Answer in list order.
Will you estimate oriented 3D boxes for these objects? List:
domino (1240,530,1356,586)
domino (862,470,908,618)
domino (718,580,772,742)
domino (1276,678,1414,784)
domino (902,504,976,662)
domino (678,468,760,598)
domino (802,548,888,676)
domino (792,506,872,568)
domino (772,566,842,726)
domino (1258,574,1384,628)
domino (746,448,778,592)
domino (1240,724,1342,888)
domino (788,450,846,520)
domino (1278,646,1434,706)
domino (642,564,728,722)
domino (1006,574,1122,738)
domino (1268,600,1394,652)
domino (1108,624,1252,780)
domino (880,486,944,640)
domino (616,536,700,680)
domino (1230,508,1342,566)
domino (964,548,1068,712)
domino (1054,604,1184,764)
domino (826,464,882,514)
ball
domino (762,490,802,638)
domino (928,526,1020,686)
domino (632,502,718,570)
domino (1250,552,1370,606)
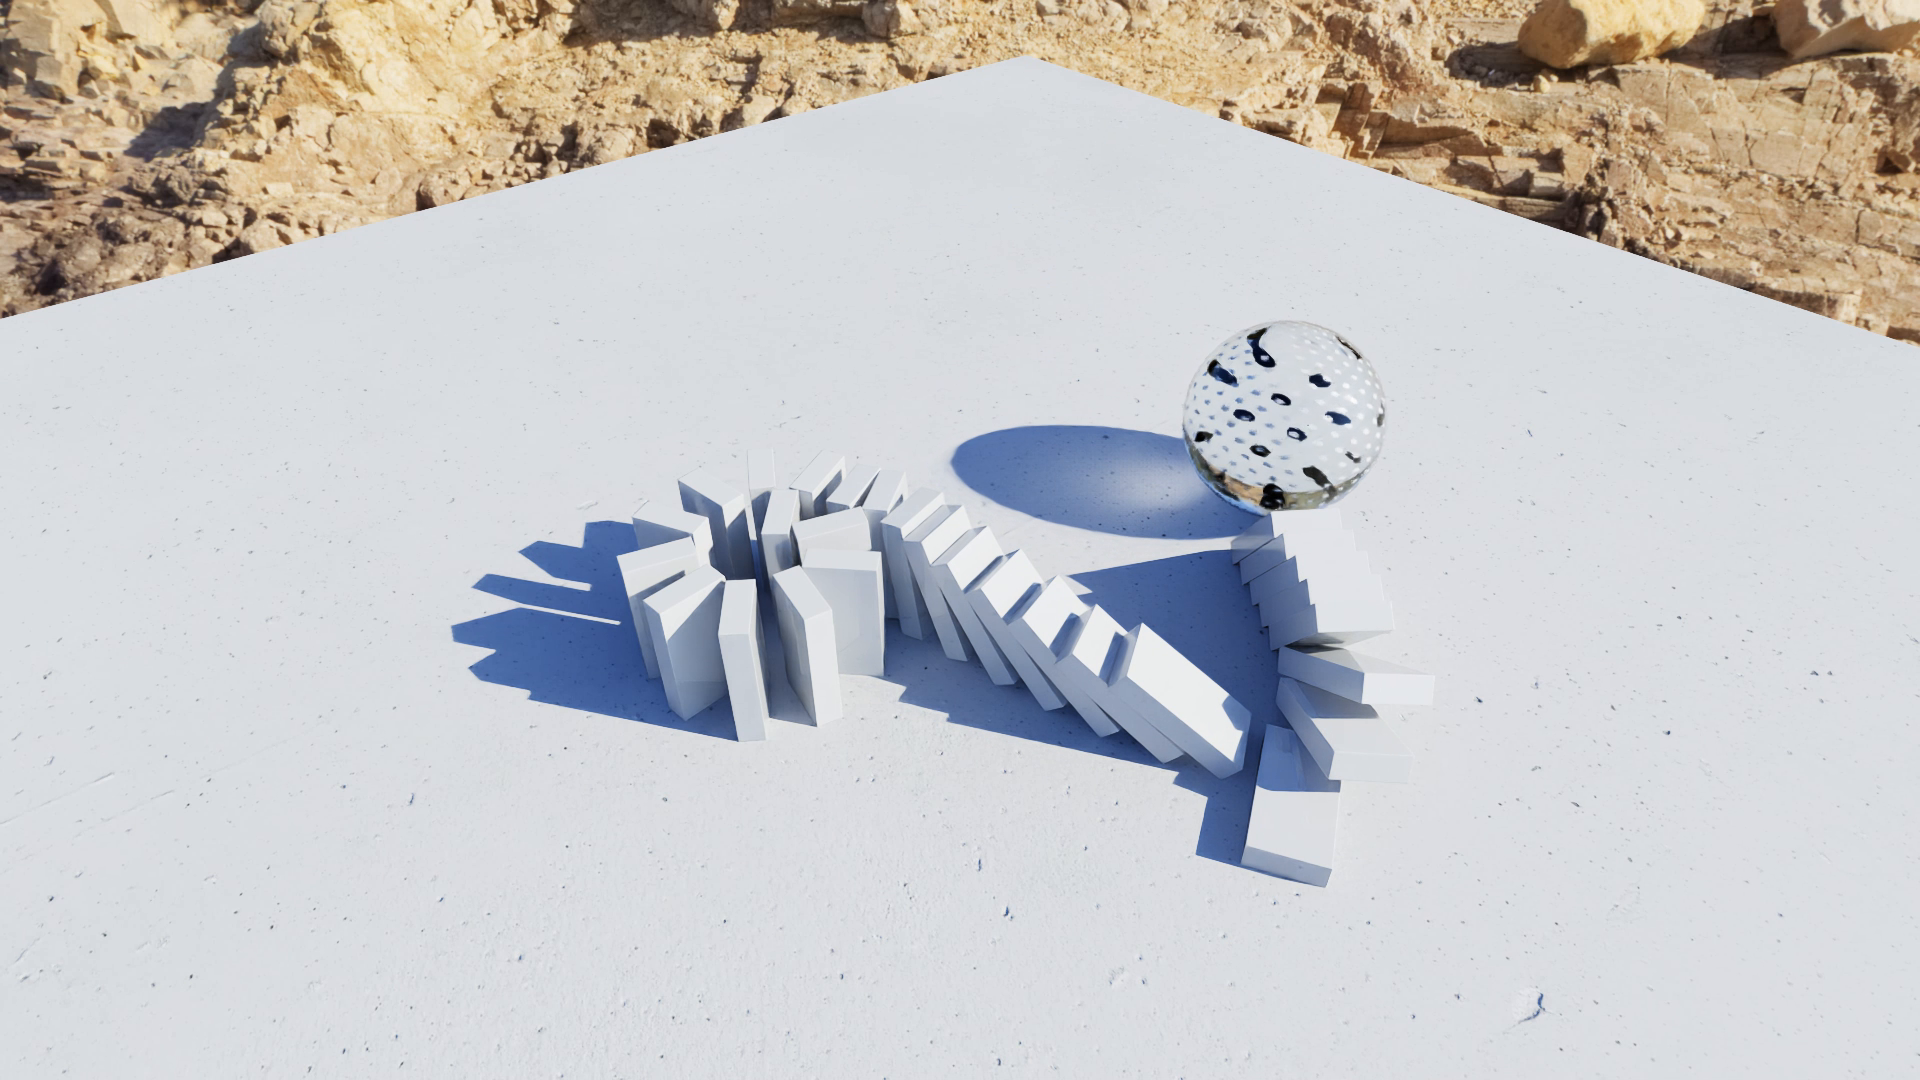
[{"bbox_3d":[0.124,0.007,0.407,0.025,0.050,0.009,-3,78,-4],"label":"domino"},{"bbox_3d":[-0.026,0.002,0.408,0.010,0.050,0.025,5,38,12],"label":"domino"},{"bbox_3d":[-0.070,0.040,0.362,0.009,0.050,0.025,-3,39,-3],"label":"domino"},{"bbox_3d":[0.123,0.060,0.354,0.025,0.010,0.050,4,19,-4],"label":"domino"},{"bbox_3d":[-0.002,0.015,0.393,0.009,0.050,0.025,3,33,40],"label":"domino"},{"bbox_3d":[-0.090,0.000,0.411,0.025,0.050,0.010,28,47,30],"label":"domino"},{"bbox_3d":[-0.039,0.026,0.380,0.025,0.050,0.009,3,39,3],"label":"domino"},{"bbox_3d":[-0.044,0.013,0.395,0.025,0.050,0.010,-15,42,-13],"label":"domino"},{"bbox_3d":[-0.051,0.036,0.368,0.009,0.050,0.025,-21,44,-23],"label":"domino"},{"bbox_3d":[0.126,0.022,0.388,0.025,0.050,0.010,-3,78,-4],"label":"domino"},{"bbox_3d":[-0.073,-0.007,0.420,0.010,0.050,0.025,-7,40,-8],"label":"domino"},{"bbox_3d":[0.105,0.082,0.344,0.025,0.010,0.050,13,41,15],"label":"domino"},{"bbox_3d":[-0.052,-0.006,0.419,0.010,0.050,0.025,15,42,17],"label":"domino"},{"bbox_3d":[0.130,0.044,0.365,0.025,0.010,0.050,3,4,-14],"label":"domino"},{"bbox_3d":[-0.089,0.035,0.369,0.010,0.050,0.025,31,49,32],"label":"domino"},{"bbox_3d":[0.040,0.039,0.372,0.050,0.010,0.025,50,49,-6],"label":"domino"},{"bbox_3d":[0.126,0.030,0.378,0.025,0.050,0.009,-2,77,-2],"label":"domino"},{"bbox_3d":[0.072,0.052,0.358,0.050,0.009,0.025,39,42,-10],"label":"domino"},{"bbox_3d":[-0.014,0.009,0.400,0.010,0.050,0.025,16,41,32],"label":"domino"},{"bbox_3d":[-0.101,0.024,0.382,0.025,0.050,0.009,-16,42,-19],"label":"domino"},{"bbox_3d":[0.122,-0.001,0.416,0.025,0.050,0.010,-3,78,-4],"label":"domino"},{"bbox_3d":[0.025,0.031,0.379,0.009,0.050,0.025,-24,15,49],"label":"domino"},{"bbox_3d":[0.056,0.047,0.363,0.050,0.010,0.025,42,44,-8],"label":"domino"},{"bbox_3d":[-0.037,-0.001,0.412,0.009,0.050,0.025,12,41,20],"label":"domino"},{"bbox_3d":[0.131,-0.049,0.447,0.080,0.080,0.080,0,39,0],"label":"ball"},{"bbox_3d":[-0.062,0.009,0.400,0.010,0.050,0.025,0,39,1],"label":"domino"},{"bbox_3d":[0.011,0.023,0.386,0.009,0.050,0.025,-11,24,46],"label":"domino"},{"bbox_3d":[-0.101,0.011,0.398,0.025,0.050,0.009,14,41,17],"label":"domino"},{"bbox_3d":[0.125,0.015,0.397,0.025,0.050,0.009,-3,78,-4],"label":"domino"}]
